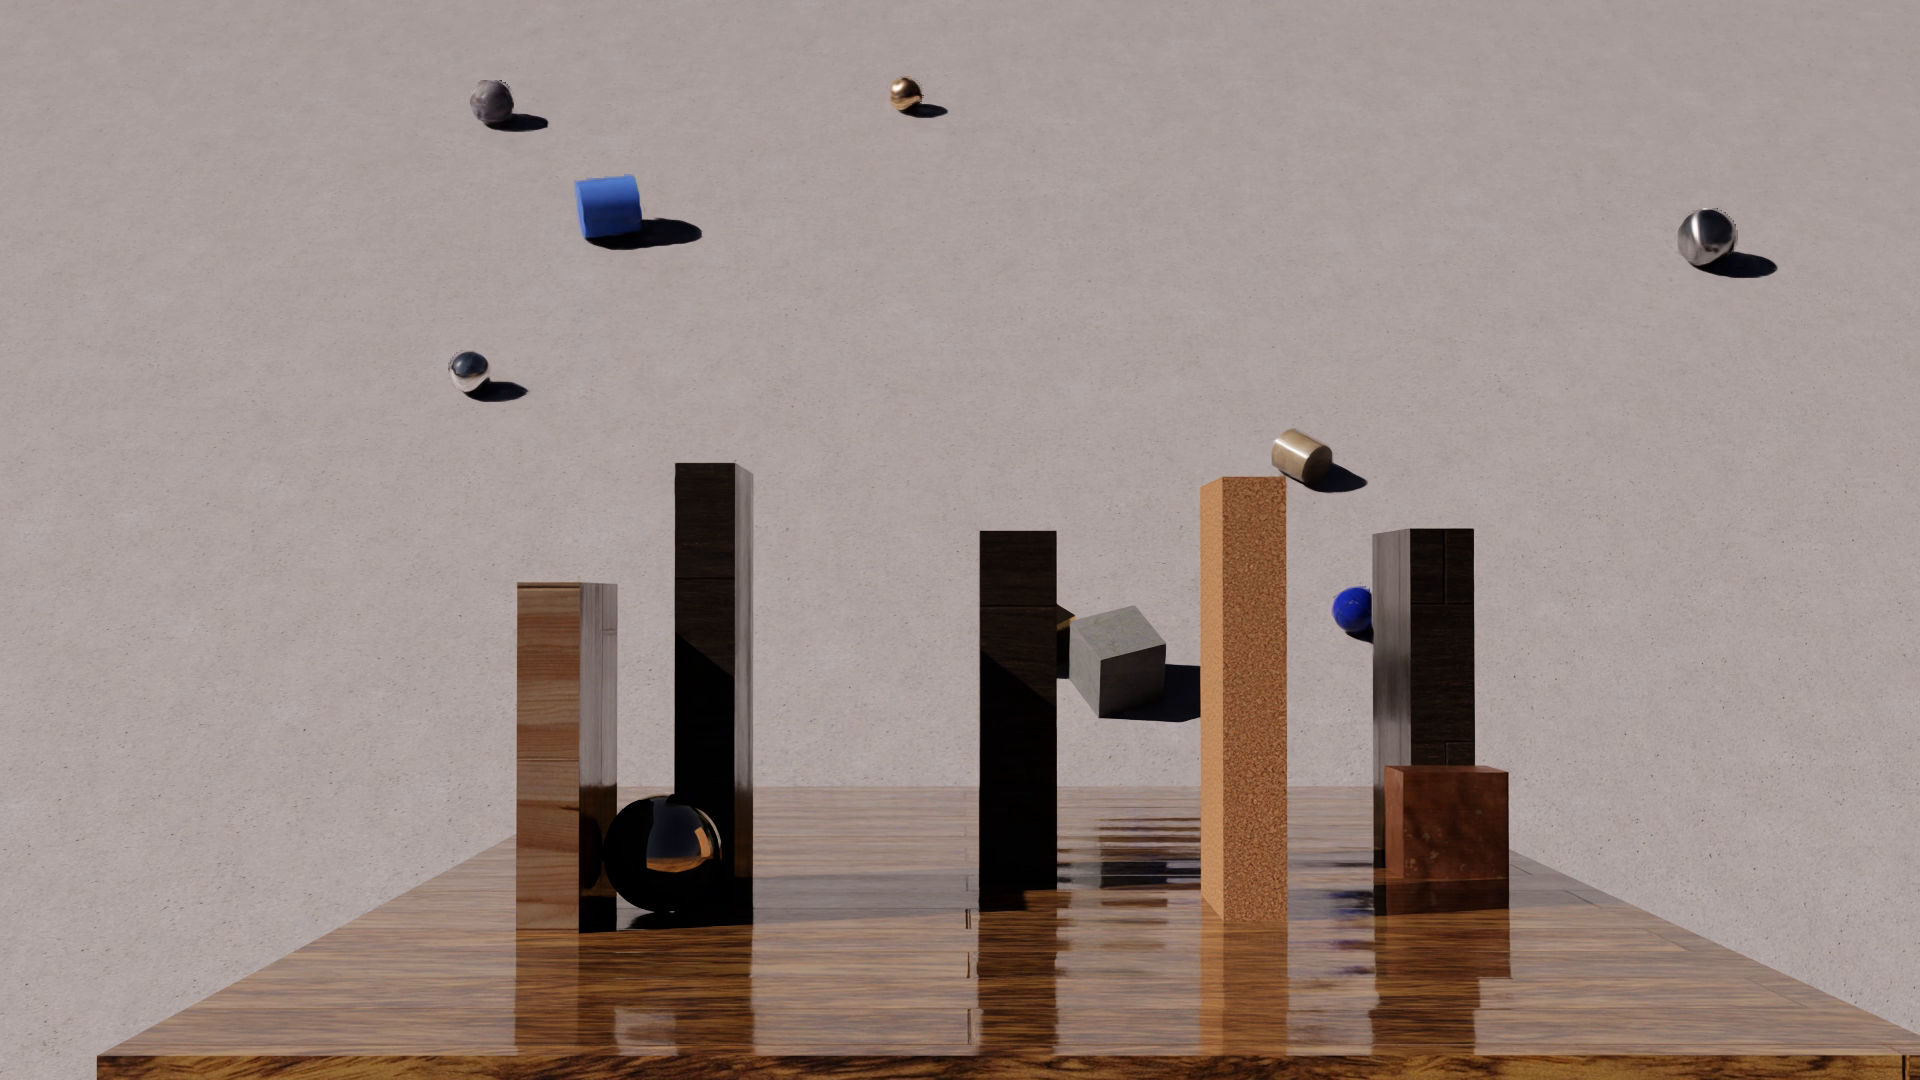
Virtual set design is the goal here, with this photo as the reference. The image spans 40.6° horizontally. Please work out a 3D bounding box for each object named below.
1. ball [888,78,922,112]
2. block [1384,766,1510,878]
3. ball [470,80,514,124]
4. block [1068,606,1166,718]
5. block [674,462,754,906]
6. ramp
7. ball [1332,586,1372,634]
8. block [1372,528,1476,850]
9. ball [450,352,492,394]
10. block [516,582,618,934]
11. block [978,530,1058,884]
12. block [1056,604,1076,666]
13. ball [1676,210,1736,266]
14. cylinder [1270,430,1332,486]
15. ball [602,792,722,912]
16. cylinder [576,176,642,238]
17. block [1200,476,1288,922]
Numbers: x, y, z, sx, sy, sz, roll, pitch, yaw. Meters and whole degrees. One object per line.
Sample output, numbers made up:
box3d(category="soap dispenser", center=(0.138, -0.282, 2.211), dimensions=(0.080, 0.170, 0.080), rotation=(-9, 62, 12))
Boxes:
box3d(category="ball", center=(-0.221, -1.797, 10.476), dimensions=(0.131, 0.131, 0.131), rotation=(0, 34, 0))
box3d(category="block", center=(0.868, 0.502, 4.637), dimensions=(0.185, 0.185, 0.185), rotation=(0, -1, -1))
box3d(category="ball", center=(-1.871, -1.748, 10.368), dimensions=(0.170, 0.170, 0.170), rotation=(0, 34, 0))
box3d(category="block", center=(0.436, 0.337, 7.209), dimensions=(0.199, 0.199, 0.199), rotation=(-13, 36, -19))
box3d(category="block", center=(-0.409, 0.234, 4.344), dimensions=(0.097, 0.708, 0.374), rotation=(0, -1, 0))
box3d(category="ramp", center=(0.074, 0.648, 4.778), dimensions=(2.000, 0.100, 4.000), rotation=(0, -1, 0))
box3d(category="ball", center=(1.139, 0.202, 7.470), dimensions=(0.134, 0.134, 0.134), rotation=(0, 34, 0))
box3d(category="block", center=(0.881, 0.293, 4.953), dimensions=(0.117, 0.618, 0.433), rotation=(0, -1, 0))
box3d(category="ball", center=(-1.623, -0.556, 8.605), dimensions=(0.139, 0.139, 0.139), rotation=(0, 34, 0))
box3d(category="block", center=(-0.604, 0.324, 4.012), dimensions=(0.092, 0.514, 0.424), rotation=(0, -1, 0))
box3d(category="block", center=(0.101, 0.290, 4.598), dimensions=(0.132, 0.607, 0.275), rotation=(0, -1, 0))
box3d(category="block", center=(0.223, 0.270, 7.357), dimensions=(0.146, 0.146, 0.146), rotation=(-26, 42, -34))
box3d(category="ball", center=(2.687, -1.087, 9.345), dimensions=(0.204, 0.204, 0.204), rotation=(0, 34, 0))
box3d(category="cylinder", center=(1.074, -0.260, 8.164), dimensions=(0.135, 0.135, 0.135), rotation=(-26, 41, -33))
box3d(category="ball", center=(-0.465, 0.489, 4.059), dimensions=(0.186, 0.186, 0.186), rotation=(0, 34, 0))
box3d(category="cylinder", center=(-1.291, -1.224, 9.545), dimensions=(0.208, 0.208, 0.208), rotation=(-8, 34, -13))
box3d(category="block", center=(0.449, 0.245, 4.129), dimensions=(0.097, 0.675, 0.365), rotation=(0, -1, 0))
